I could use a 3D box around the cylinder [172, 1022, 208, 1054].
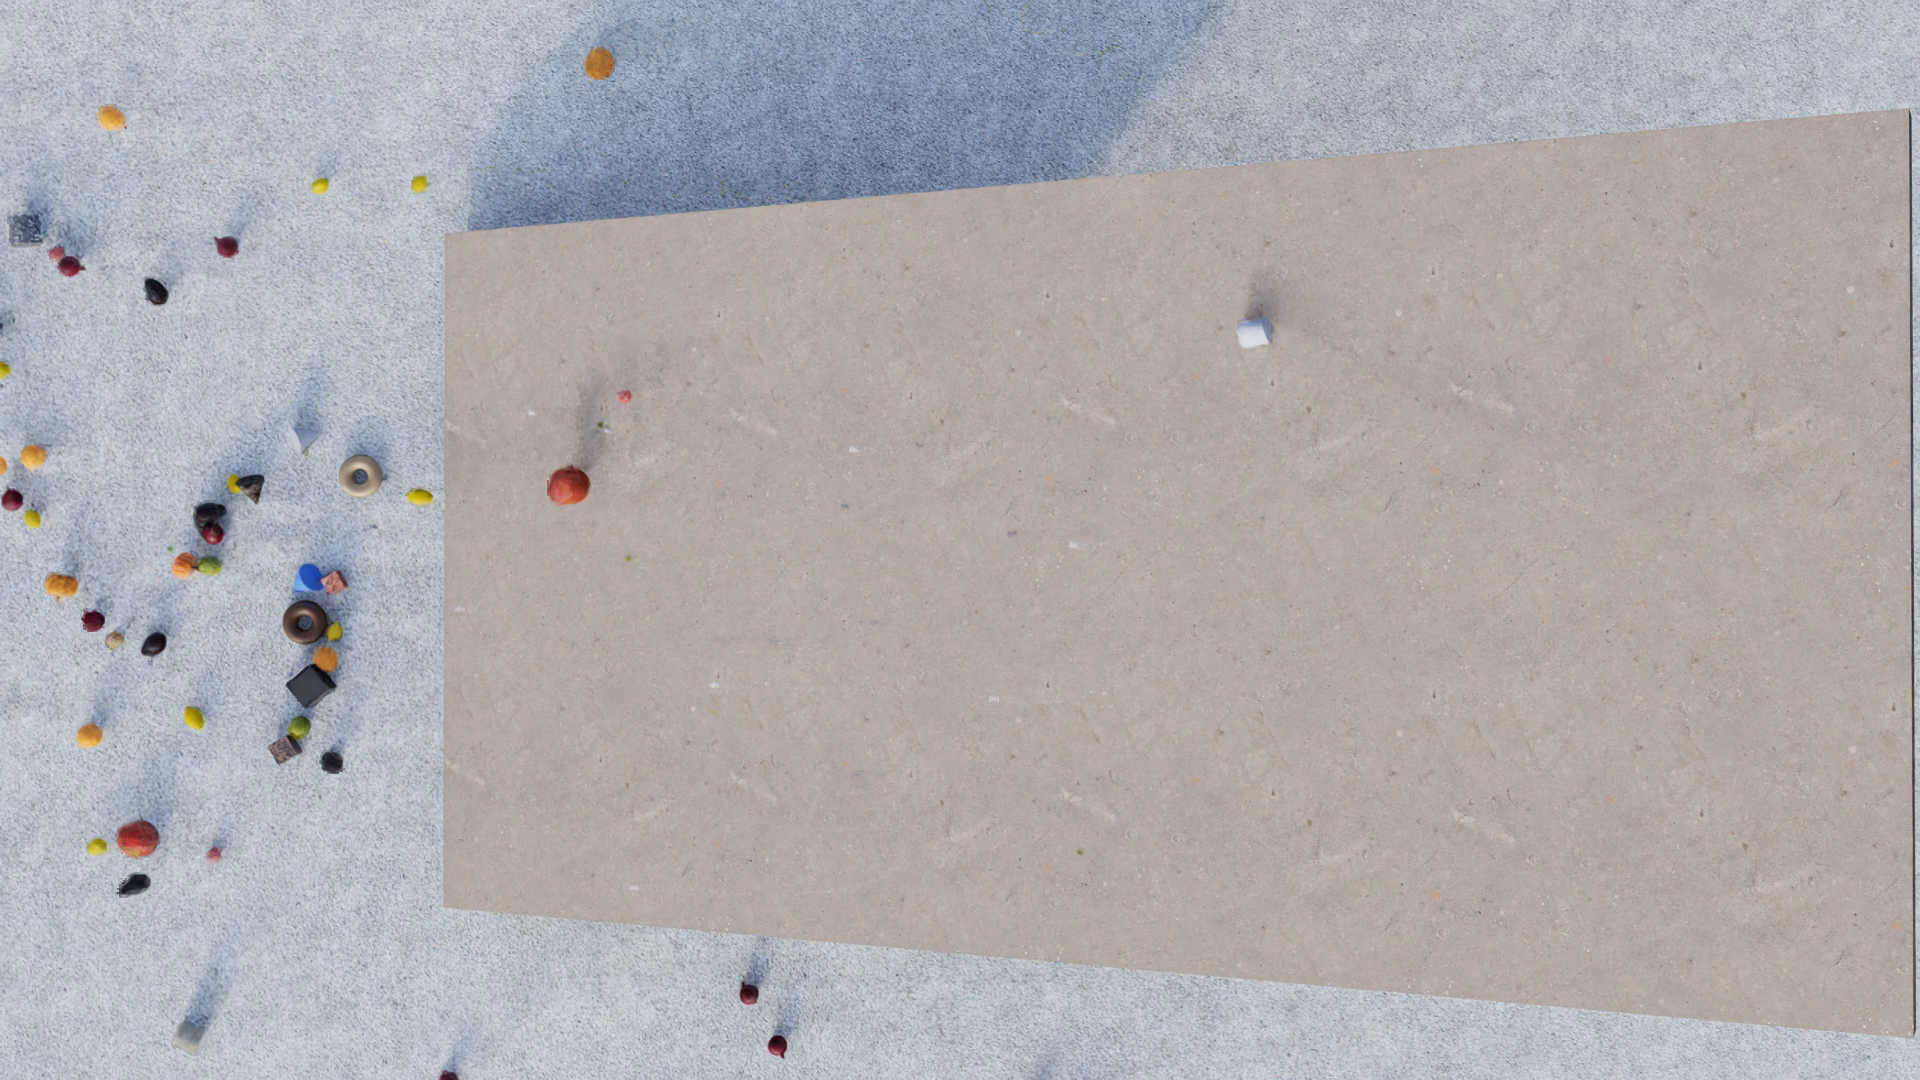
[{"bbox_3d":[-2.297,1.485,6.559,0.072,0.072,0.072,27,89,0],"label":"cylinder"}]

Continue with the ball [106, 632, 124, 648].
[{"bbox_3d":[-2.530,0.298,6.583,0.051,0.051,0.051,0,89,0],"label":"ball"}]

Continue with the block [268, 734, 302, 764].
[{"bbox_3d":[-2.017,0.626,6.573,0.064,0.064,0.064,-30,89,0],"label":"block"}]

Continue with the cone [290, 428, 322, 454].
[{"bbox_3d":[-1.952,-0.311,6.596,0.085,0.085,0.085,-22,89,-27],"label":"cone"}]

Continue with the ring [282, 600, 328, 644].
[{"bbox_3d":[-1.962,0.247,6.587,0.134,0.045,0.134,0,90,0],"label":"ring"}]

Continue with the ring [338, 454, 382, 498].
[{"bbox_3d":[-1.797,-0.191,6.593,0.131,0.044,0.131,0,90,-1],"label":"ring"}]

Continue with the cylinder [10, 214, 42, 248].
[{"bbox_3d":[-2.796,-0.925,6.580,0.084,0.084,0.084,-7,89,0],"label":"cylinder"}]

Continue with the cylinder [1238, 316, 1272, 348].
[{"bbox_3d":[0.719,-0.505,5.361,0.066,0.066,0.066,-11,89,26],"label":"cylinder"}]

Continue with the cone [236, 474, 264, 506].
[{"bbox_3d":[-2.119,-0.139,6.594,0.086,0.086,0.086,-6,116,0],"label":"cone"}]

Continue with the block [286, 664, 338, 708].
[{"bbox_3d":[-1.935,0.436,6.561,0.092,0.092,0.092,-40,90,0],"label":"block"}]

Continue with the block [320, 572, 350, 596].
[{"bbox_3d":[-1.872,0.130,6.583,0.054,0.054,0.054,-28,89,0],"label":"block"}]

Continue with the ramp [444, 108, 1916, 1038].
[{"bbox_3d":[0.279,0.079,5.668,4.000,0.100,2.000,0,89,27],"label":"ramp"}]
